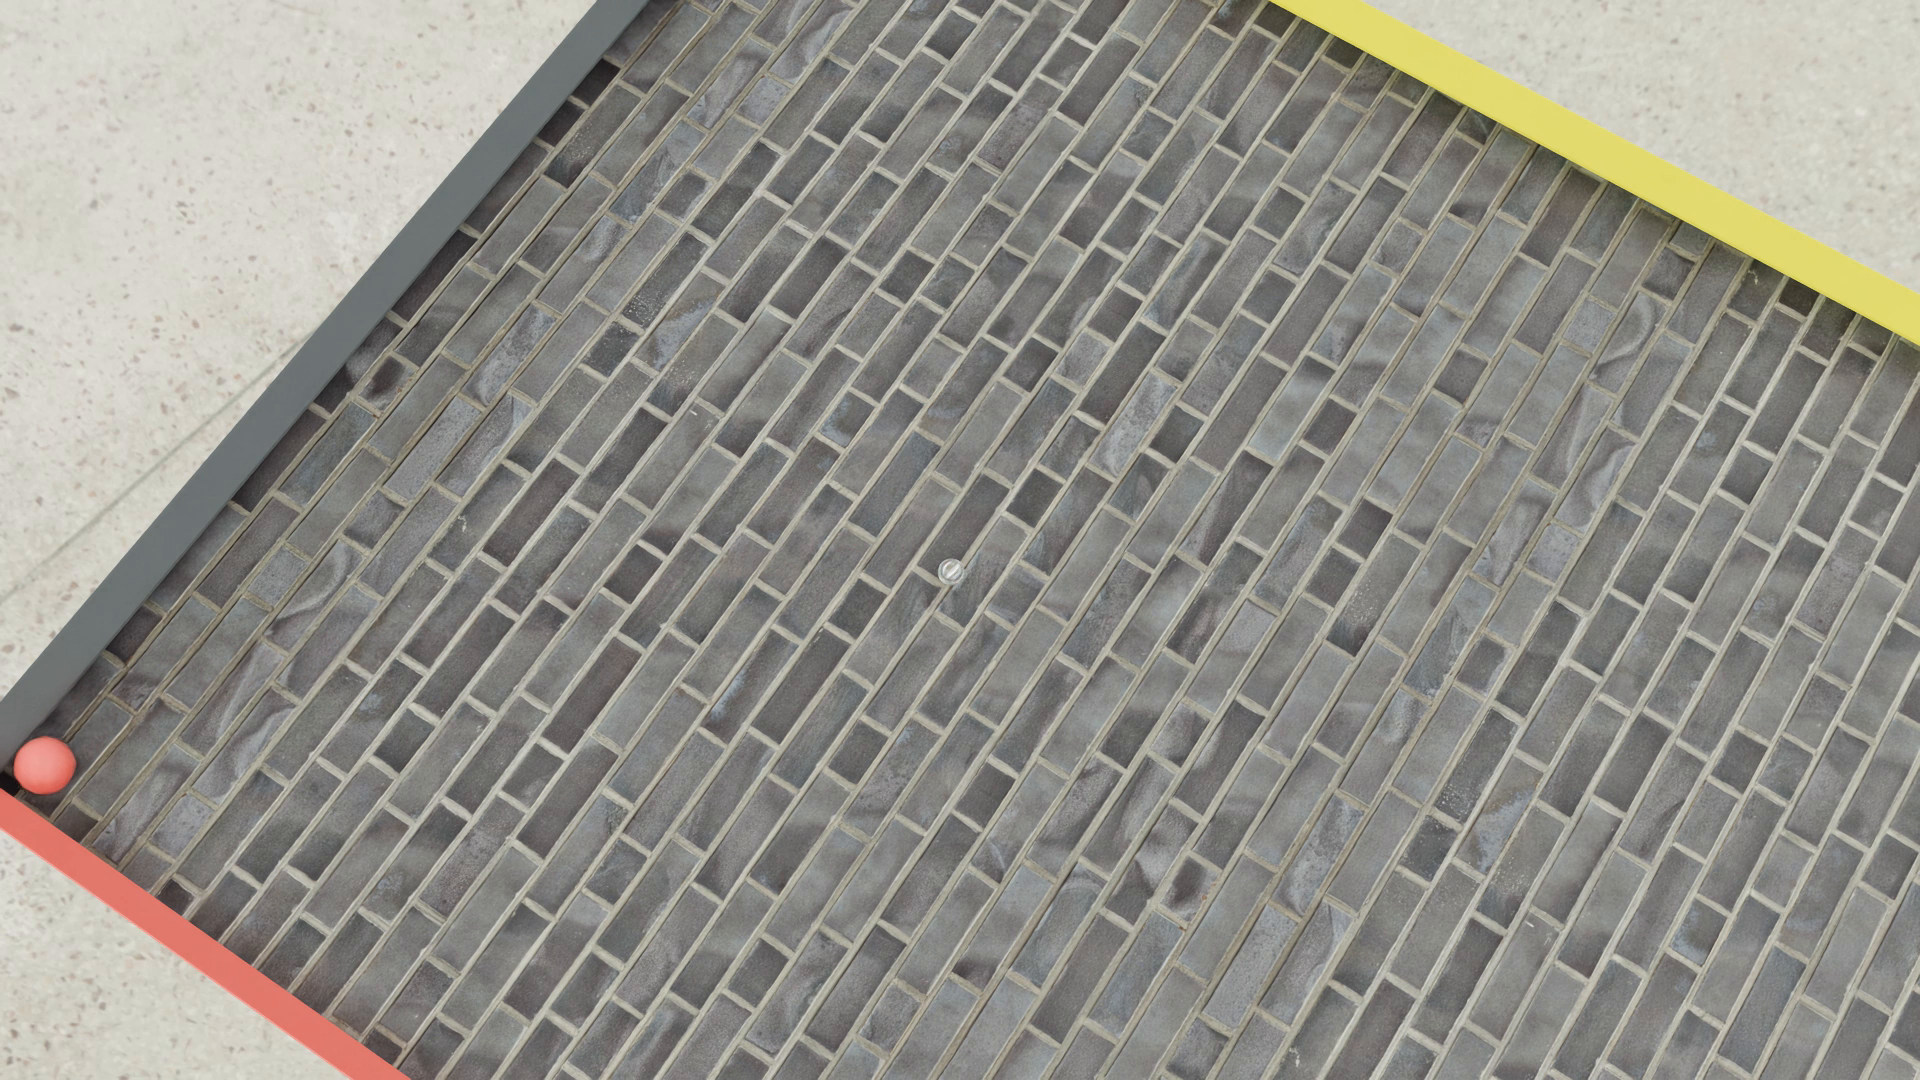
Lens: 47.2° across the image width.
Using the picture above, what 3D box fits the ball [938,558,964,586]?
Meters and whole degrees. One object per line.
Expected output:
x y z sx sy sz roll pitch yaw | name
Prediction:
-0.014 0.050 3.472 0.043 0.043 0.043 0 68 0 | ball

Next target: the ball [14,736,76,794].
-1.387 0.342 3.333 0.087 0.087 0.087 0 68 0 | ball

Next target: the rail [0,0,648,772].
-0.856 -0.529 3.663 0.045 0.113 2.358 31 72 12 | rail

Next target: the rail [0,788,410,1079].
0.243 1.422 2.891 4.184 0.113 0.045 31 72 12 | rail

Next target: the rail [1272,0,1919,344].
1.508 -0.376 3.603 4.184 0.113 0.045 31 72 12 | rail
